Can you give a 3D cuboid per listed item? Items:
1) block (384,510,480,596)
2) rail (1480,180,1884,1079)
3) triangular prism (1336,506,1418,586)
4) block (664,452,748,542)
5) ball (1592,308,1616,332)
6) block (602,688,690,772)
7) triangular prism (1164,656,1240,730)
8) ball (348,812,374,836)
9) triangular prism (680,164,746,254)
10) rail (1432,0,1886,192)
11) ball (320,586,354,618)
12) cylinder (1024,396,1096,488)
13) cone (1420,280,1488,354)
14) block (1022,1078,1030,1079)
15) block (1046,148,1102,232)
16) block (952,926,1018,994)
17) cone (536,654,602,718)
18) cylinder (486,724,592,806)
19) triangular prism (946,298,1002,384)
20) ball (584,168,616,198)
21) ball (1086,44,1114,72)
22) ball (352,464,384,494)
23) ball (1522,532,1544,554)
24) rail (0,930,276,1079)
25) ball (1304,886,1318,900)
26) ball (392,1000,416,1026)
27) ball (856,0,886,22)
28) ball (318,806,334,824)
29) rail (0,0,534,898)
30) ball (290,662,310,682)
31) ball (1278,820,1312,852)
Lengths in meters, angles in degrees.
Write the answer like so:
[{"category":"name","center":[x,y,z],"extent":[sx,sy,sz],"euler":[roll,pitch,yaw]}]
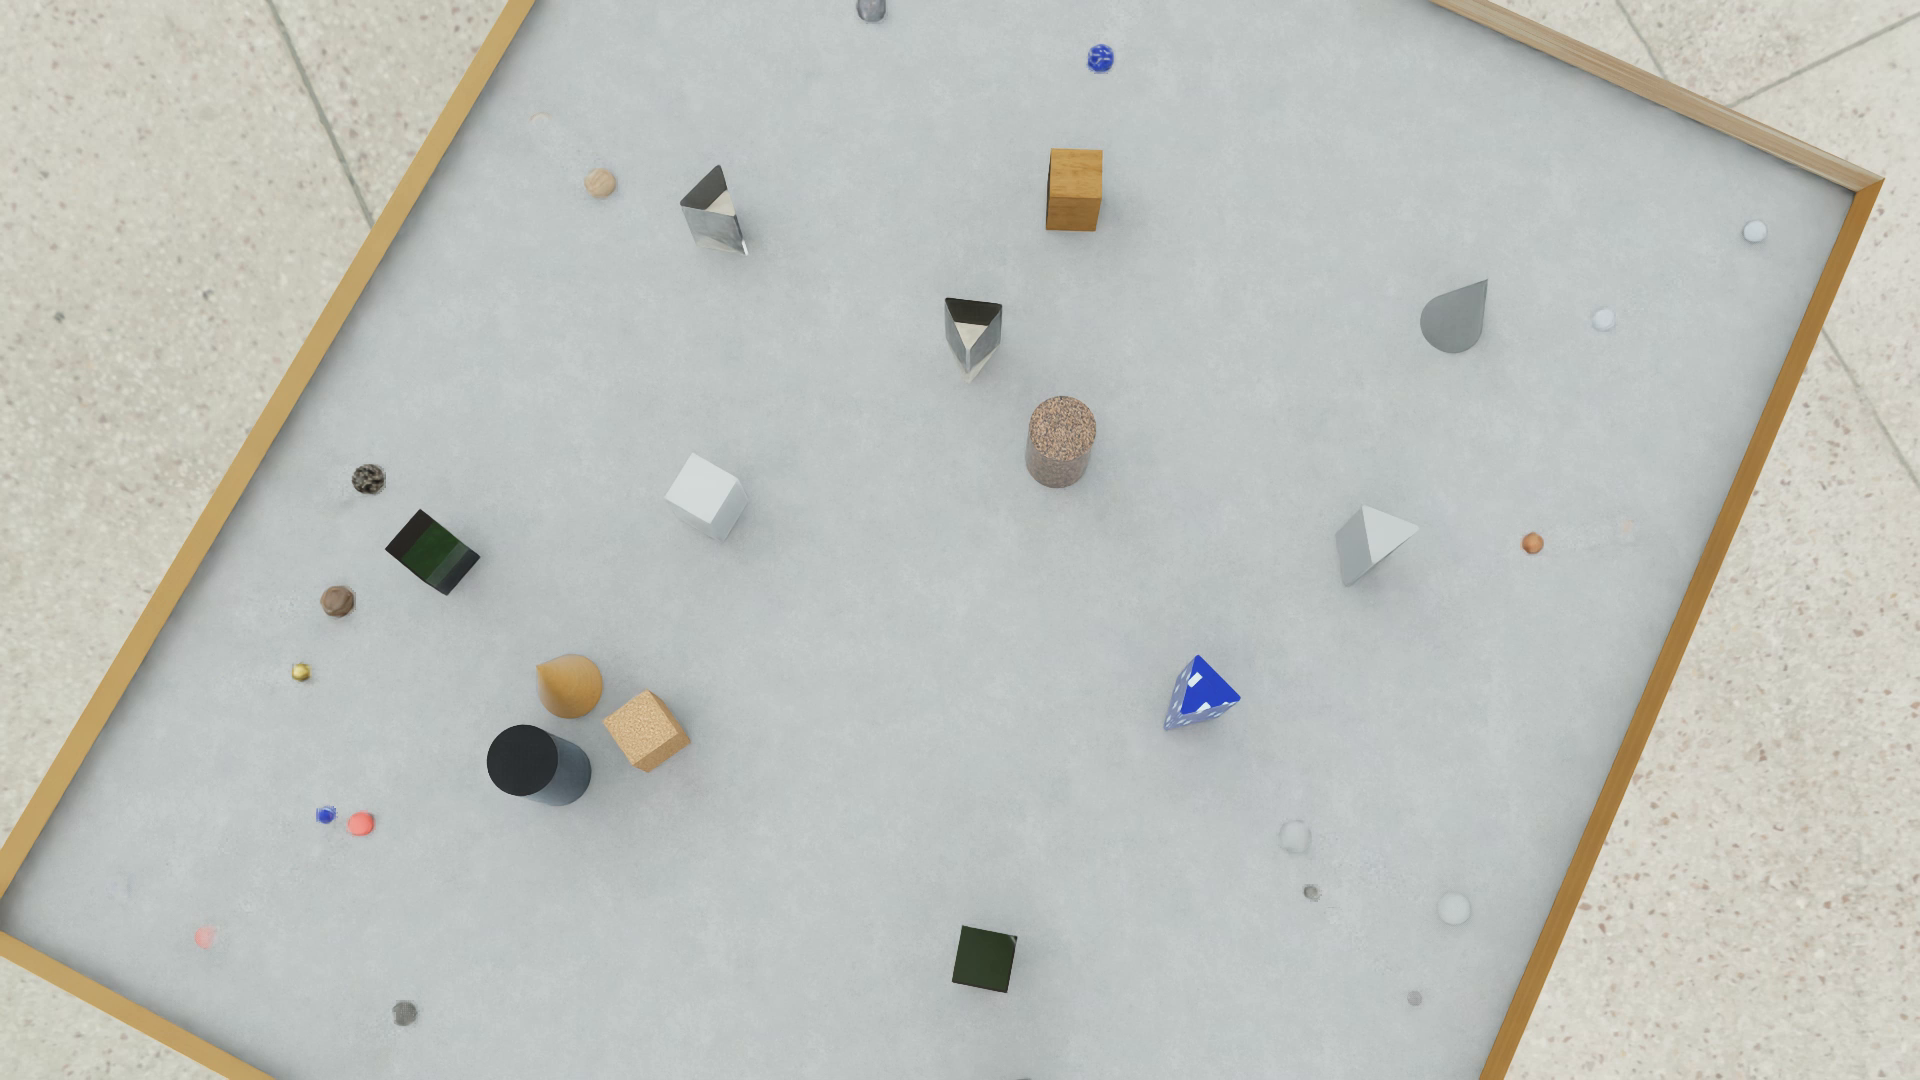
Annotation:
[{"category":"block","center":[-1.576,0.039,5.485],"extent":[0.157,0.241,0.157],"euler":[38,81,7]},{"category":"rail","center":[1.831,0.903,5.363],"extent":[0.045,0.127,4.640],"euler":[26,80,5]},{"category":"triangular prism","center":[1.199,-0.003,5.423],"extent":[0.170,0.381,0.147],"euler":[-37,81,-7]},{"category":"block","center":[-0.757,-0.123,5.496],"extent":[0.157,0.286,0.157],"euler":[29,80,6]},{"category":"ball","center":[2.010,-0.688,5.723],"extent":[0.070,0.070,0.070],"euler":[0,78,0]},{"category":"block","center":[-0.914,0.561,5.363],"extent":[0.157,0.270,0.157],"euler":[-35,80,-7]},{"category":"triangular prism","center":[0.678,0.434,5.302],"extent":[0.170,0.440,0.147],"euler":[-13,79,-3]},{"category":"ball","center":[-1.769,0.839,5.406],"extent":[0.072,0.072,0.072],"euler":[0,78,0]},{"category":"triangular prism","center":[-0.741,-1.025,5.659],"extent":[0.170,0.333,0.147],"euler":[12,79,2]},{"category":"rail","center":[1.027,-2.004,5.965],"extent":[4.143,0.127,0.045],"euler":[26,80,5]},{"category":"ball","center":[-1.879,0.185,5.529],"extent":[0.097,0.097,0.097],"euler":[0,78,0]},{"category":"cylinder","center":[0.299,-0.290,5.501],"extent":[0.196,0.345,0.196],"euler":[0,78,0]},{"category":"cone","center":[1.544,-0.722,5.556],"extent":[0.196,0.411,0.196],"euler":[0,78,0]},{"category":"block","center":[0.133,1.603,5.101],"extent":[0.157,0.359,0.157],"euler":[-6,78,-1]},{"category":"block","center":[0.354,-1.087,5.702],"extent":[0.157,0.274,0.157],"euler":[2,78,0]},{"category":"block","center":[0.068,1.191,5.219],"extent":[0.157,0.296,0.157],"euler":[11,79,2]},{"category":"cone","center":[-1.175,0.395,5.303],"extent":[0.196,0.454,0.196],"euler":[0,78,0]},{"category":"cylinder","center":[-1.199,0.650,5.245],"extent":[0.196,0.464,0.196],"euler":[0,78,0]},{"category":"triangular prism","center":[0.015,-0.632,5.563],"extent":[0.147,0.360,0.170],"euler":[36,81,7]},{"category":"ball","center":[-1.139,-1.130,5.800],"extent":[0.098,0.098,0.098],"euler":[0,78,0]},{"category":"ball","center":[0.452,-1.550,5.892],"extent":[0.089,0.089,0.089],"euler":[0,78,0]},{"category":"ball","center":[-1.811,-0.185,5.608],"extent":[0.093,0.093,0.093],"euler":[0,78,0]},{"category":"ball","center":[1.745,0.010,5.581],"extent":[0.065,0.065,0.065],"euler":[0,78,0]},{"category":"rail","center":[-1.027,2.018,5.133],"extent":[4.143,0.127,0.045],"euler":[26,80,5]},{"category":"ball","center":[1.031,1.036,5.380],"extent":[0.044,0.044,0.044],"euler":[0,78,0]},{"category":"ball","center":[-1.607,1.369,5.297],"extent":[0.071,0.071,0.071],"euler":[0,78,0]},{"category":"ball","center":[-0.286,-1.723,5.924],"extent":[0.097,0.097,0.097],"euler":[0,78,0]},{"category":"ball","center":[-1.876,0.815,5.422],"extent":[0.050,0.050,0.050],"euler":[0,78,0]},{"category":"rail","center":[-1.831,-0.890,5.735],"extent":[0.045,0.127,4.640],"euler":[26,80,5]},{"category":"ball","center":[-1.980,0.397,5.506],"extent":[0.056,0.056,0.056],"euler":[0,78,0]},{"category":"ball","center":[0.985,0.871,5.387],"extent":[0.096,0.096,0.096],"euler":[0,78,0]}]
